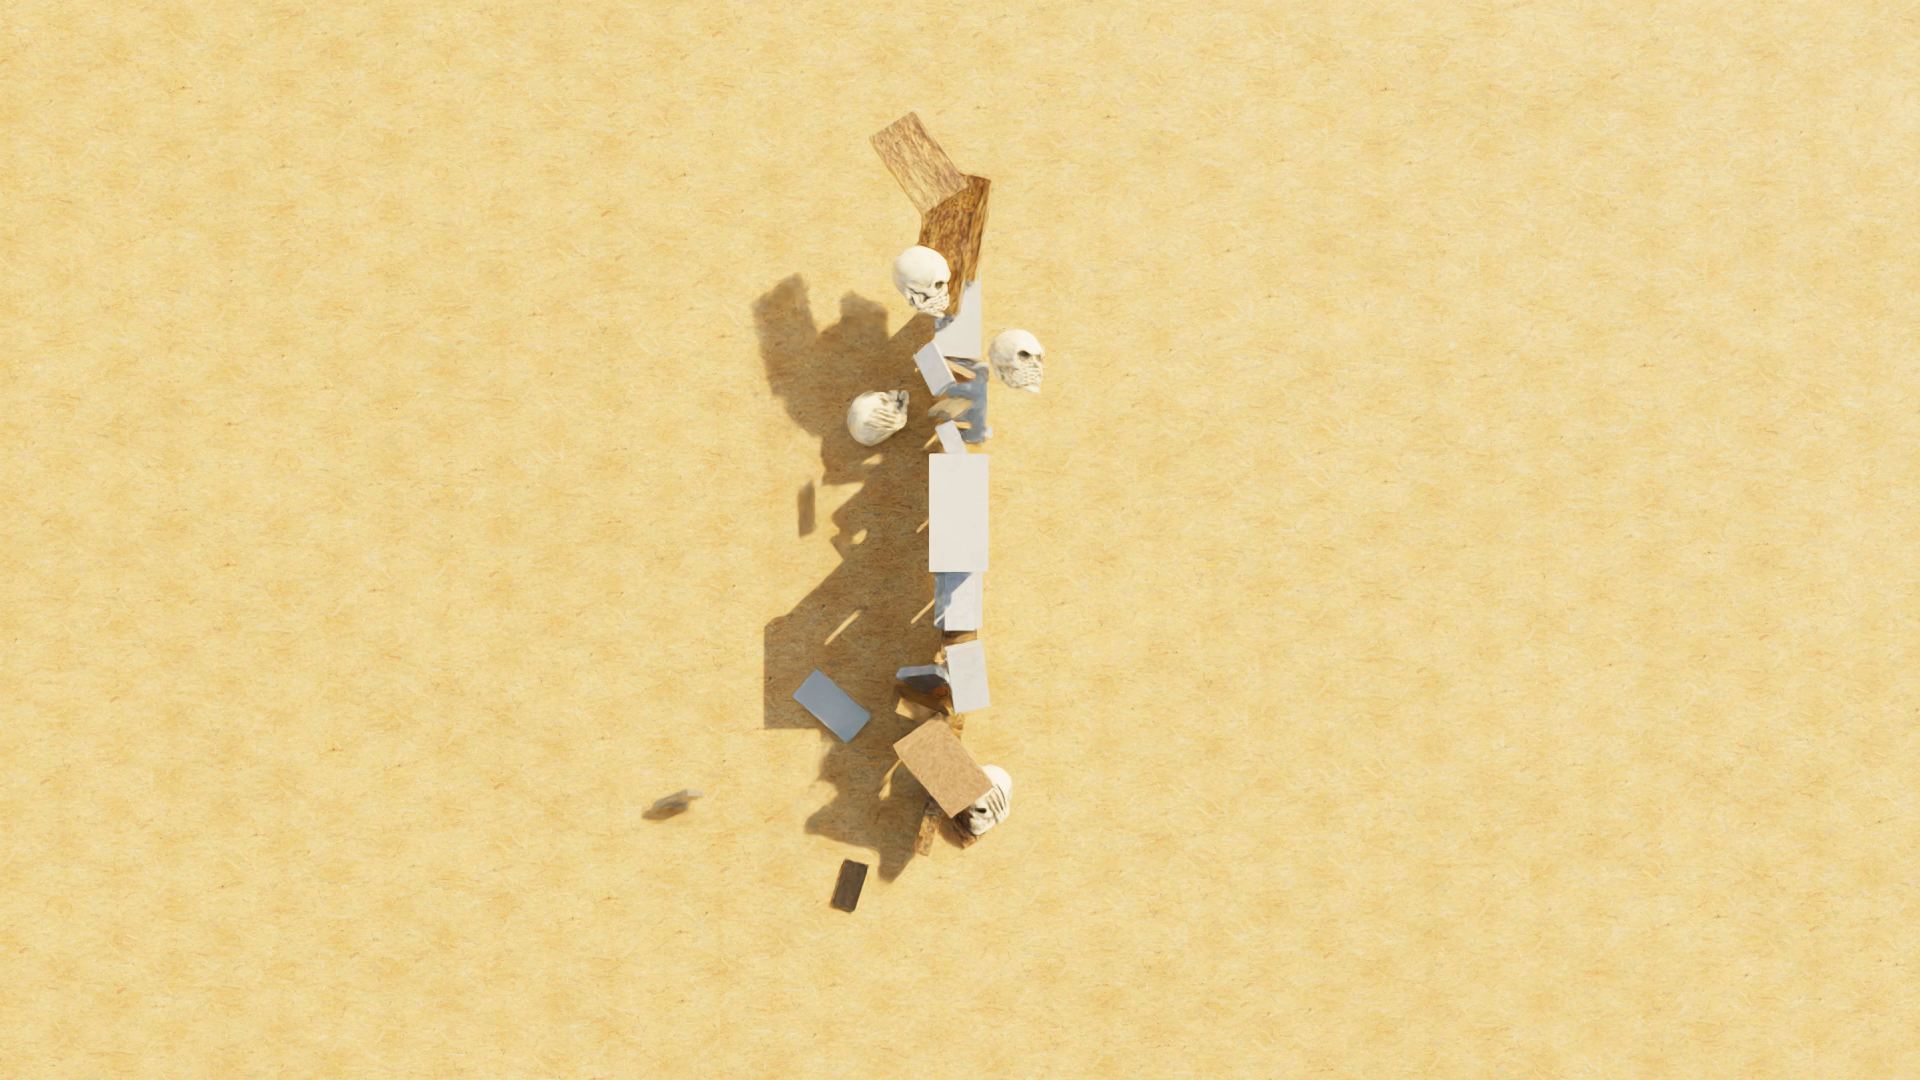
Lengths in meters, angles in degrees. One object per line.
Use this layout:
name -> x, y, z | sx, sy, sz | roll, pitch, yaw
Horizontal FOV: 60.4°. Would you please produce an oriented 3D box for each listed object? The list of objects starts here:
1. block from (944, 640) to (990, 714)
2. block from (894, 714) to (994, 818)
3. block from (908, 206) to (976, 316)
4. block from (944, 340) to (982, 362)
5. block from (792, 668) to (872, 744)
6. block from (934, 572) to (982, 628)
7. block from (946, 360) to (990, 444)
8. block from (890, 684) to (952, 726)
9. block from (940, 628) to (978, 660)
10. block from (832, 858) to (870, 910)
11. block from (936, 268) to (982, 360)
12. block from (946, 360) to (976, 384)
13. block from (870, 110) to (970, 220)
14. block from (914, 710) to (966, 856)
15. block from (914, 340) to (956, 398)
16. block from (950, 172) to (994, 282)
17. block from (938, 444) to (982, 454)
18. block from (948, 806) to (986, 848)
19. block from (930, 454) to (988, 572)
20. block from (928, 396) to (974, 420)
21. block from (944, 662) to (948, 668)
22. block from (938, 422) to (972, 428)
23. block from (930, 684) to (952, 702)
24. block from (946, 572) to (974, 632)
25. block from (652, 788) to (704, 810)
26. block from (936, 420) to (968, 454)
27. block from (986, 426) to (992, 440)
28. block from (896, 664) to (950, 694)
block -> 0.023, 0.415, 5.005 | 0.112, 0.032, 0.223 | -12, 118, -9
block -> -0.049, 0.713, 5.192 | 0.172, 0.049, 0.345 | -35, 125, 0
block -> -0.054, -0.867, 5.090 | 0.158, 0.045, 0.316 | 14, 108, 13
block -> -0.002, -0.612, 5.357 | 0.143, 0.285, 0.040 | 0, 90, 0
block -> -0.425, 0.551, 5.483 | 0.244, 0.035, 0.122 | 41, 90, 0
block -> -0.005, 0.127, 5.180 | 0.149, 0.042, 0.299 | 0, 90, 0
block -> 0.021, -0.437, 5.220 | 0.127, 0.036, 0.254 | 3, 86, -3
block -> -0.129, 0.539, 5.319 | 0.172, 0.345, 0.049 | 23, 90, -6
block -> -0.003, 0.313, 5.163 | 0.112, 0.325, 0.032 | -1, 103, 0
block -> -0.363, 1.146, 5.489 | 0.079, 0.022, 0.158 | 17, 90, 0
block -> -0.005, -0.714, 5.189 | 0.143, 0.040, 0.285 | 1, 87, 0
block -> -0.039, -0.527, 5.083 | 0.157, 0.078, 0.022 | 22, 75, -28
block -> -0.121, -1.115, 4.911 | 0.158, 0.045, 0.316 | -32, 70, -4
block -> -0.066, 0.792, 5.376 | 0.049, 0.172, 0.443 | 15, 100, -1
block -> -0.076, -0.513, 4.936 | 0.078, 0.022, 0.157 | -38, 61, 23
block -> 0.001, -0.971, 5.093 | 0.158, 0.045, 0.316 | 14, 108, 13
block -> -0.002, -0.163, 5.208 | 0.136, 0.039, 0.273 | 0, 90, 0
block -> 0.014, 0.935, 5.489 | 0.079, 0.022, 0.158 | -29, 90, 0
block -> -0.004, -0.079, 4.793 | 0.171, 0.048, 0.341 | 0, 90, 0
block -> -0.027, -0.413, 5.114 | 0.078, 0.157, 0.022 | 10, 114, 24
block -> 0.007, 0.445, 5.381 | 0.122, 0.244, 0.035 | 7, 68, 0
block -> -0.016, -0.355, 5.119 | 0.059, 0.139, 0.017 | -5, 91, 21
block -> -0.016, 0.475, 5.158 | 0.112, 0.223, 0.032 | -3, 81, -13
block -> 0.000, 0.185, 4.968 | 0.089, 0.025, 0.177 | 0, 90, 0
block -> -0.926, 0.853, 5.426 | 0.157, 0.079, 0.022 | -24, 68, 29
block -> -0.024, -0.303, 5.049 | 0.059, 0.017, 0.117 | -22, 104, 10
block -> 0.024, -0.347, 5.366 | 0.127, 0.254, 0.036 | 1, 90, -8
block -> -0.093, 0.454, 5.367 | 0.122, 0.244, 0.035 | 35, 66, -25
